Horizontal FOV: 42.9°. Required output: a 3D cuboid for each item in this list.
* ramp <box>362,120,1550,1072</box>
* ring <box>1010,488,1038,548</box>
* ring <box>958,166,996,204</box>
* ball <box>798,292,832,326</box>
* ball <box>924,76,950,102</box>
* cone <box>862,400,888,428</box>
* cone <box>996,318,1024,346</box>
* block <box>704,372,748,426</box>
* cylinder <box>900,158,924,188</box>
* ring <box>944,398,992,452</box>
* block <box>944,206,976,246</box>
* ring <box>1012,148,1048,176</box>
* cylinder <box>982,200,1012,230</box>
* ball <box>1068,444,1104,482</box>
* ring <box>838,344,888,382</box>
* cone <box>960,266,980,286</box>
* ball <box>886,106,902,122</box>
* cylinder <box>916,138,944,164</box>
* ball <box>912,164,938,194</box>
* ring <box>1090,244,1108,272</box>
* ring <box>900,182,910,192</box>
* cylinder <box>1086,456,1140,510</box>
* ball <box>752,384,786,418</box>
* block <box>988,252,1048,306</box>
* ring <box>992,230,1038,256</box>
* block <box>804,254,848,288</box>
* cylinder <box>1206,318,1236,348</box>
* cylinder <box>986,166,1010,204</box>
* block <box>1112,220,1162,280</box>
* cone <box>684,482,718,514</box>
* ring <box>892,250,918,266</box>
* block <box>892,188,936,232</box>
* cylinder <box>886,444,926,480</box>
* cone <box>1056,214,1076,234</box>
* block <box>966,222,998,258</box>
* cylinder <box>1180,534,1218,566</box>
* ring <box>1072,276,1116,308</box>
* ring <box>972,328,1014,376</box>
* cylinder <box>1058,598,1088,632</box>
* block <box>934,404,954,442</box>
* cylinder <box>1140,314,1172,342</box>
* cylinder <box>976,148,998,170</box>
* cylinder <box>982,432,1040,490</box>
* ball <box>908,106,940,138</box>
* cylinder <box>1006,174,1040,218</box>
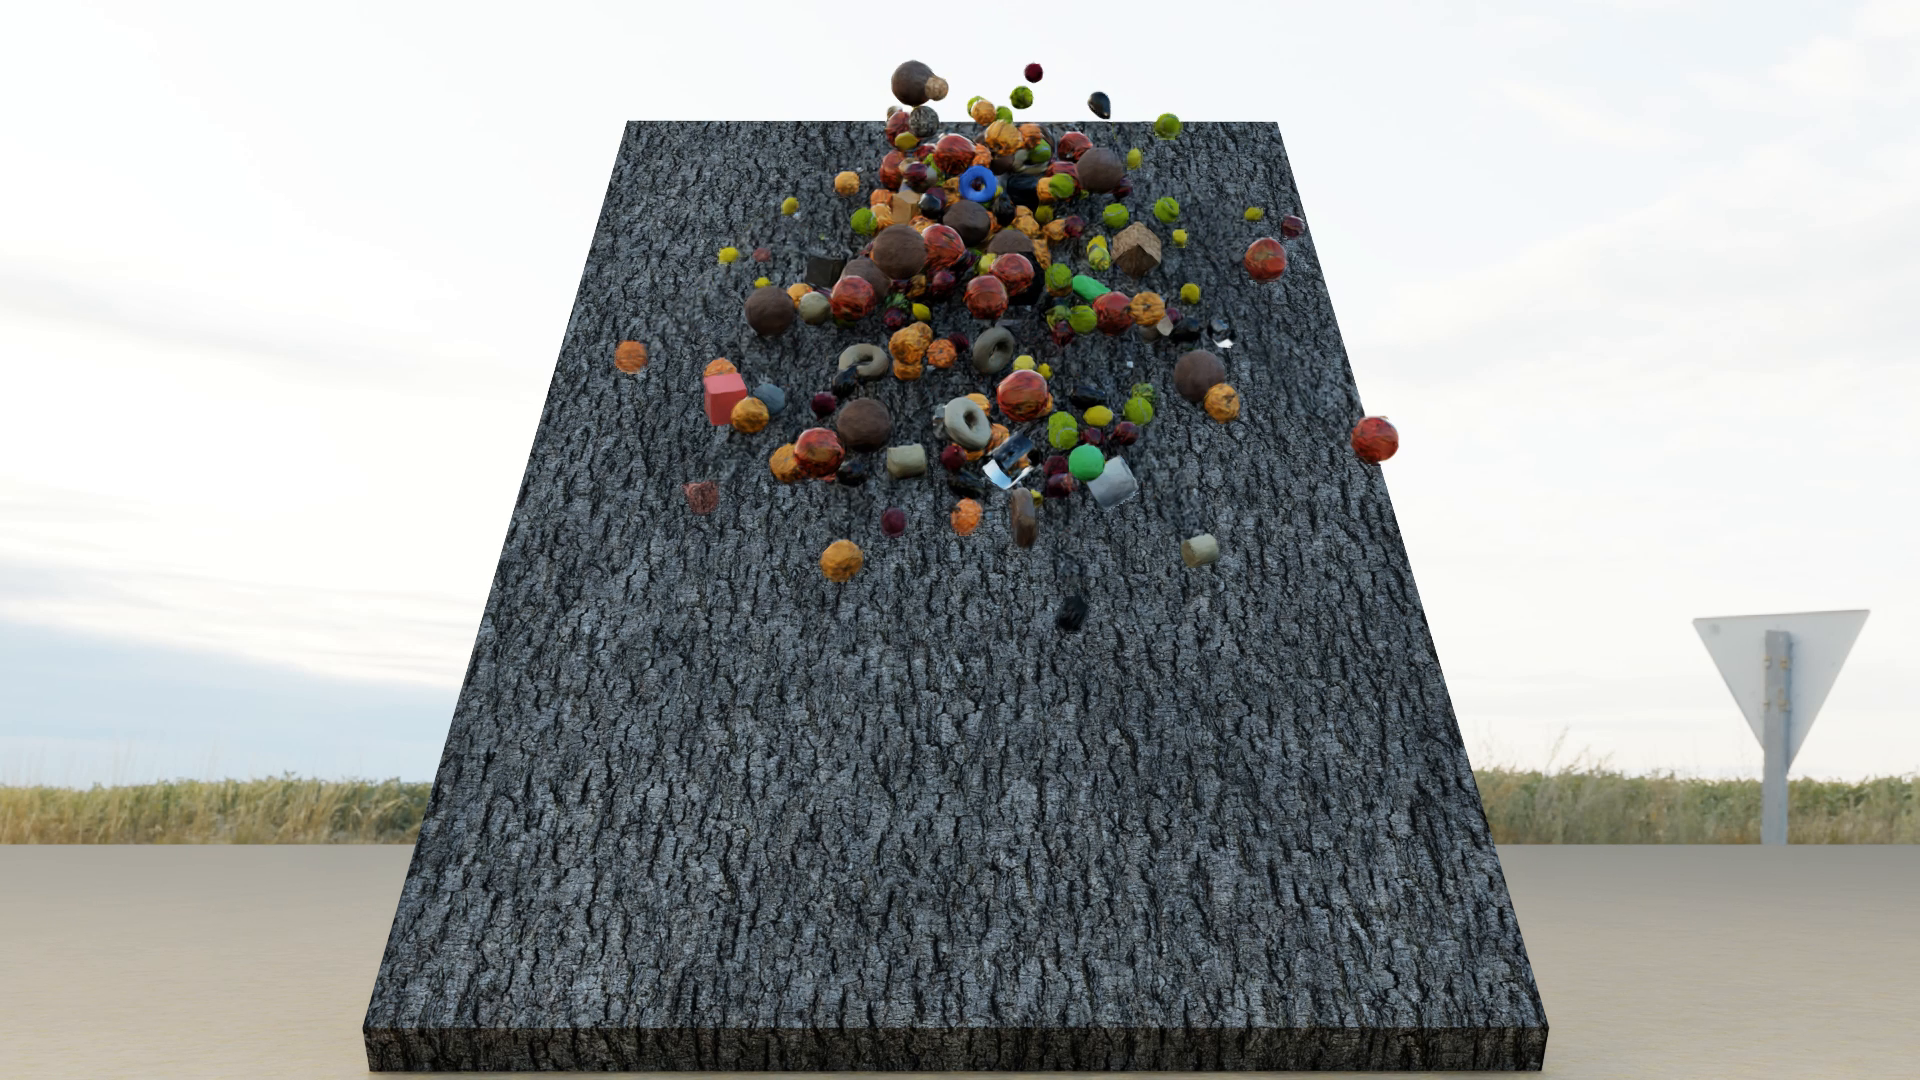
[{"bbox_3d":[-0.015,-0.192,5.842,2.000,0.100,4.000,0,32,0],"label":"ramp"},{"bbox_3d":[0.140,-0.050,5.384,0.045,0.134,0.134,-6,-6,-7],"label":"ring"},{"bbox_3d":[0.049,-0.978,6.733,0.107,0.107,0.036,-1,12,12],"label":"ring"},{"bbox_3d":[-0.371,-0.591,6.256,0.088,0.088,0.088,0,-7,0],"label":"ball"},{"bbox_3d":[-0.065,-1.262,6.832,0.069,0.069,0.069,0,-7,0],"label":"ball"},{"bbox_3d":[-0.207,-0.292,5.881,0.064,0.064,0.064,5,-31,3],"label":"cone"},{"bbox_3d":[0.131,-0.519,6.210,0.071,0.071,0.071,-8,16,3],"label":"cone"},{"bbox_3d":[-0.565,-0.339,5.897,0.088,0.088,0.088,-8,33,-13],"label":"block"},{"bbox_3d":[-0.132,-1.014,6.740,0.058,0.058,0.058,-12,-41,-11],"label":"cylinder"},{"bbox_3d":[0.018,-0.267,5.651,0.045,0.136,0.136,-29,-23,35],"label":"ring"},{"bbox_3d":[0.000,-0.868,6.763,0.077,0.077,0.077,7,32,10],"label":"block"},{"bbox_3d":[0.200,-1.083,7.017,0.105,0.105,0.035,-1,-33,5],"label":"ring"},{"bbox_3d":[0.103,-0.909,6.827,0.067,0.067,0.067,-2,24,17],"label":"cylinder"},{"bbox_3d":[0.280,-0.171,5.413,0.082,0.082,0.082,0,-7,0],"label":"ball"},{"bbox_3d":[-0.240,-0.442,6.093,0.126,0.126,0.042,0,-46,1],"label":"ring"},{"bbox_3d":[0.026,-0.711,6.508,0.050,0.050,0.050,-2,-27,-1],"label":"cone"},{"bbox_3d":[-0.193,-1.247,7.153,0.051,0.051,0.051,0,-7,0],"label":"ball"},{"bbox_3d":[-0.089,-1.147,7.220,0.060,0.060,0.060,-32,13,-35],"label":"cylinder"},{"bbox_3d":[-0.103,-1.006,6.812,0.084,0.084,0.084,0,-7,0],"label":"ball"},{"bbox_3d":[0.370,-0.755,6.531,0.026,0.078,0.078,-23,-14,18],"label":"ring"},{"bbox_3d":[-0.123,-1.006,6.933,0.120,0.120,0.040,-8,-40,47],"label":"ring"},{"bbox_3d":[0.340,-0.129,5.474,0.089,0.089,0.089,-30,-14,11],"label":"cylinder"},{"bbox_3d":[-0.463,-0.337,5.899,0.082,0.082,0.082,0,-7,0],"label":"ball"},{"bbox_3d":[0.151,-0.674,6.302,0.096,0.096,0.096,3,-34,36],"label":"block"},{"bbox_3d":[0.148,-0.810,6.702,0.131,0.044,0.131,1,32,-1],"label":"ring"},{"bbox_3d":[-0.355,-0.713,6.490,0.075,0.075,0.075,16,11,24],"label":"block"},{"bbox_3d":[0.667,-0.527,6.237,0.057,0.057,0.057,3,29,-25],"label":"cylinder"},{"bbox_3d":[0.094,-1.015,6.992,0.081,0.081,0.081,-4,30,33],"label":"cylinder"},{"bbox_3d":[0.472,-0.775,6.538,0.092,0.092,0.092,-29,-52,33],"label":"block"},{"bbox_3d":[-0.595,-0.108,5.460,0.076,0.076,0.076,27,11,36],"label":"cone"},{"bbox_3d":[-0.150,-0.767,6.648,0.077,0.026,0.077,1,33,-1],"label":"ring"},{"bbox_3d":[-0.127,-0.925,6.843,0.087,0.087,0.087,-22,38,-31],"label":"block"},{"bbox_3d":[-0.124,-0.180,5.655,0.076,0.076,0.076,-9,-5,-14],"label":"cylinder"},{"bbox_3d":[0.283,-0.890,6.799,0.058,0.058,0.058,6,19,-42],"label":"cone"},{"bbox_3d":[0.060,-0.817,6.666,0.058,0.058,0.058,-34,-51,22],"label":"block"},{"bbox_3d":[0.525,0.022,5.349,0.060,0.060,0.060,-15,-1,-23],"label":"cylinder"},{"bbox_3d":[0.346,-0.643,6.338,0.128,0.043,0.128,28,18,-10],"label":"ring"},{"bbox_3d":[0.081,-0.470,6.075,0.043,0.130,0.130,31,13,35],"label":"ring"},{"bbox_3d":[0.237,0.157,5.125,0.052,0.052,0.052,2,-49,-18],"label":"cylinder"},{"bbox_3d":[-0.026,-0.280,5.828,0.063,0.063,0.063,6,32,9],"label":"block"},{"bbox_3d":[0.499,-0.542,6.230,0.059,0.059,0.059,6,-15,-40],"label":"cylinder"},{"bbox_3d":[0.078,-1.094,7.069,0.058,0.058,0.058,13,29,-7],"label":"cylinder"},{"bbox_3d":[0.113,-0.177,5.440,0.091,0.091,0.091,-39,11,-25],"label":"cylinder"},{"bbox_3d":[-0.103,-1.183,6.919,0.091,0.091,0.091,0,-7,0],"label":"ball"},{"bbox_3d":[0.178,-0.974,6.913,0.090,0.090,0.090,1,35,-1],"label":"cylinder"}]
